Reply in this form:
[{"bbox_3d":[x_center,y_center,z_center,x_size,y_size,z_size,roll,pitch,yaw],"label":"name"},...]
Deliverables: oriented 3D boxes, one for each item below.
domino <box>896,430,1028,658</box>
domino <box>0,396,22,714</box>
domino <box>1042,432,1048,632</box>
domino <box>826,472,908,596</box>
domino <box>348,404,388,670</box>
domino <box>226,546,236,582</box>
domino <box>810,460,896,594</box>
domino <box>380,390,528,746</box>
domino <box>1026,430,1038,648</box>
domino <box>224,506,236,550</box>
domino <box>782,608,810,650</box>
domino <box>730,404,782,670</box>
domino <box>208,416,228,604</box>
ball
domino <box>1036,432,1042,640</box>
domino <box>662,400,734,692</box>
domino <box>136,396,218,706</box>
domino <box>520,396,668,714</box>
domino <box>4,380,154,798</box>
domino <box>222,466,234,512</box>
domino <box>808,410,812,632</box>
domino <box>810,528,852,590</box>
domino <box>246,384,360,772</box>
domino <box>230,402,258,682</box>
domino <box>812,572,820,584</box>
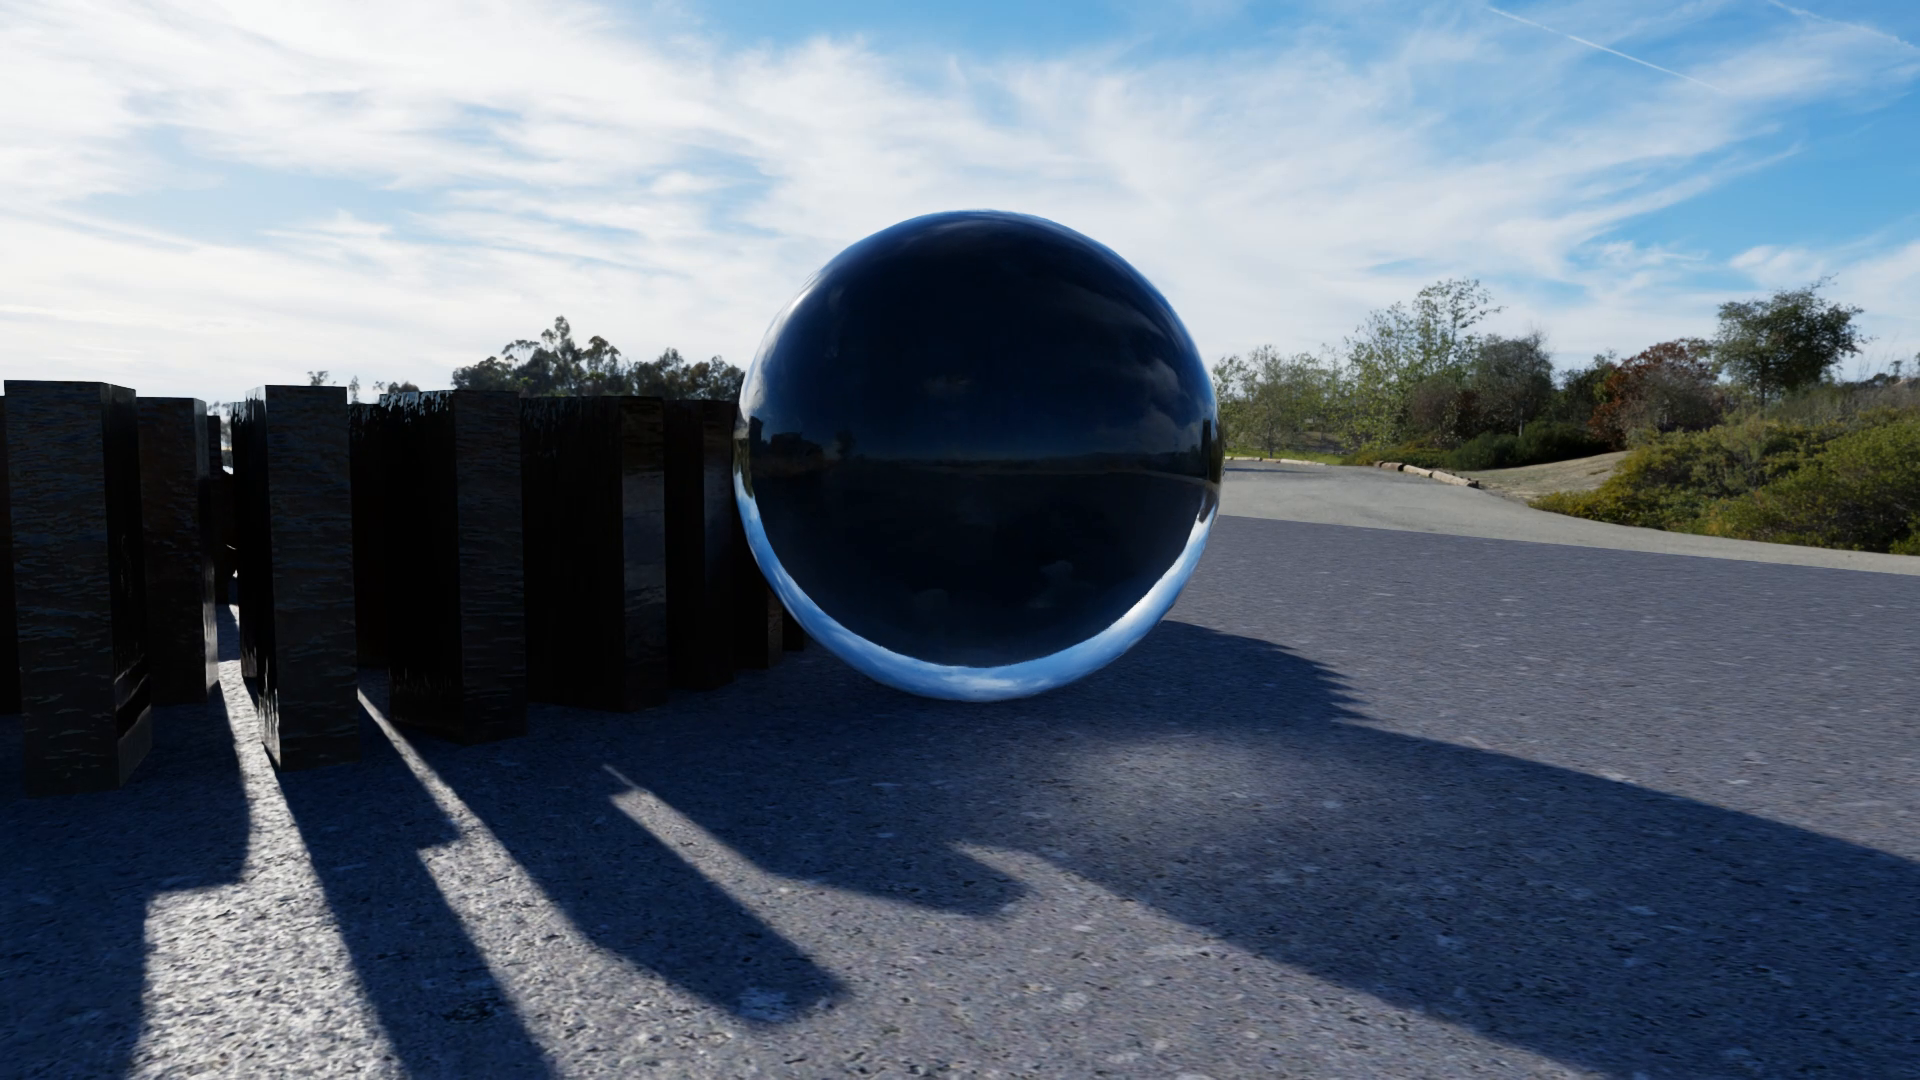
[{"bbox_3d":[0.001,0.000,0.265,0.025,0.050,0.010,0,-33,4],"label":"domino"},{"bbox_3d":[-0.150,0.002,0.213,0.010,0.050,0.025,-1,4,-10],"label":"domino"},{"bbox_3d":[0.008,-0.003,0.301,0.025,0.050,0.010,0,-33,3],"label":"domino"},{"bbox_3d":[-0.015,-0.002,0.362,0.025,0.010,0.050,-3,37,-35],"label":"domino"},{"bbox_3d":[-0.108,-0.001,0.246,0.025,0.050,0.009,2,5,28],"label":"domino"},{"bbox_3d":[-0.247,-0.004,0.393,0.050,0.009,0.025,35,-15,-30],"label":"domino"},{"bbox_3d":[-0.030,-0.005,0.380,0.025,0.010,0.050,-1,40,-40],"label":"domino"},{"bbox_3d":[-0.075,0.003,0.191,0.025,0.050,0.010,4,6,43],"label":"domino"},{"bbox_3d":[0.004,-0.001,0.277,0.025,0.050,0.009,0,-33,4],"label":"domino"},{"bbox_3d":[-0.232,-0.005,0.406,0.050,0.009,0.025,33,-9,-22],"label":"domino"},{"bbox_3d":[-0.045,-0.003,0.268,0.025,0.050,0.010,0,4,2],"label":"domino"},{"bbox_3d":[-0.048,-0.001,0.247,0.025,0.050,0.009,1,4,9],"label":"domino"},{"bbox_3d":[-0.207,-0.008,0.346,0.009,0.050,0.025,-4,6,-42],"label":"domino"},{"bbox_3d":[0.003,-0.013,0.212,0.080,0.080,0.080,0,4,0],"label":"ball"},{"bbox_3d":[0.006,-0.002,0.289,0.025,0.050,0.009,0,-33,4],"label":"domino"},{"bbox_3d":[-0.054,0.001,0.227,0.025,0.050,0.009,1,5,19],"label":"domino"},{"bbox_3d":[-0.134,0.001,0.218,0.010,0.050,0.025,-2,5,-26],"label":"domino"},{"bbox_3d":[-0.061,0.002,0.210,0.025,0.050,0.009,2,5,29],"label":"domino"},{"bbox_3d":[-0.113,0.005,0.166,0.010,0.050,0.025,-2,5,-24],"label":"domino"},{"bbox_3d":[-0.216,-0.006,0.415,0.050,0.009,0.025,32,-8,-17],"label":"domino"},{"bbox_3d":[-0.047,-0.004,0.290,0.025,0.050,0.009,-1,4,-14],"label":"domino"},{"bbox_3d":[-0.041,-0.006,0.391,0.025,0.009,0.050,-3,41,-42],"label":"domino"},{"bbox_3d":[-0.091,0.004,0.178,0.010,0.050,0.025,-3,5,-34],"label":"domino"},{"bbox_3d":[-0.120,0.000,0.229,0.025,0.050,0.009,4,6,44],"label":"domino"},{"bbox_3d":[-0.055,-0.006,0.401,0.025,0.009,0.050,-4,42,-48],"label":"domino"}]
